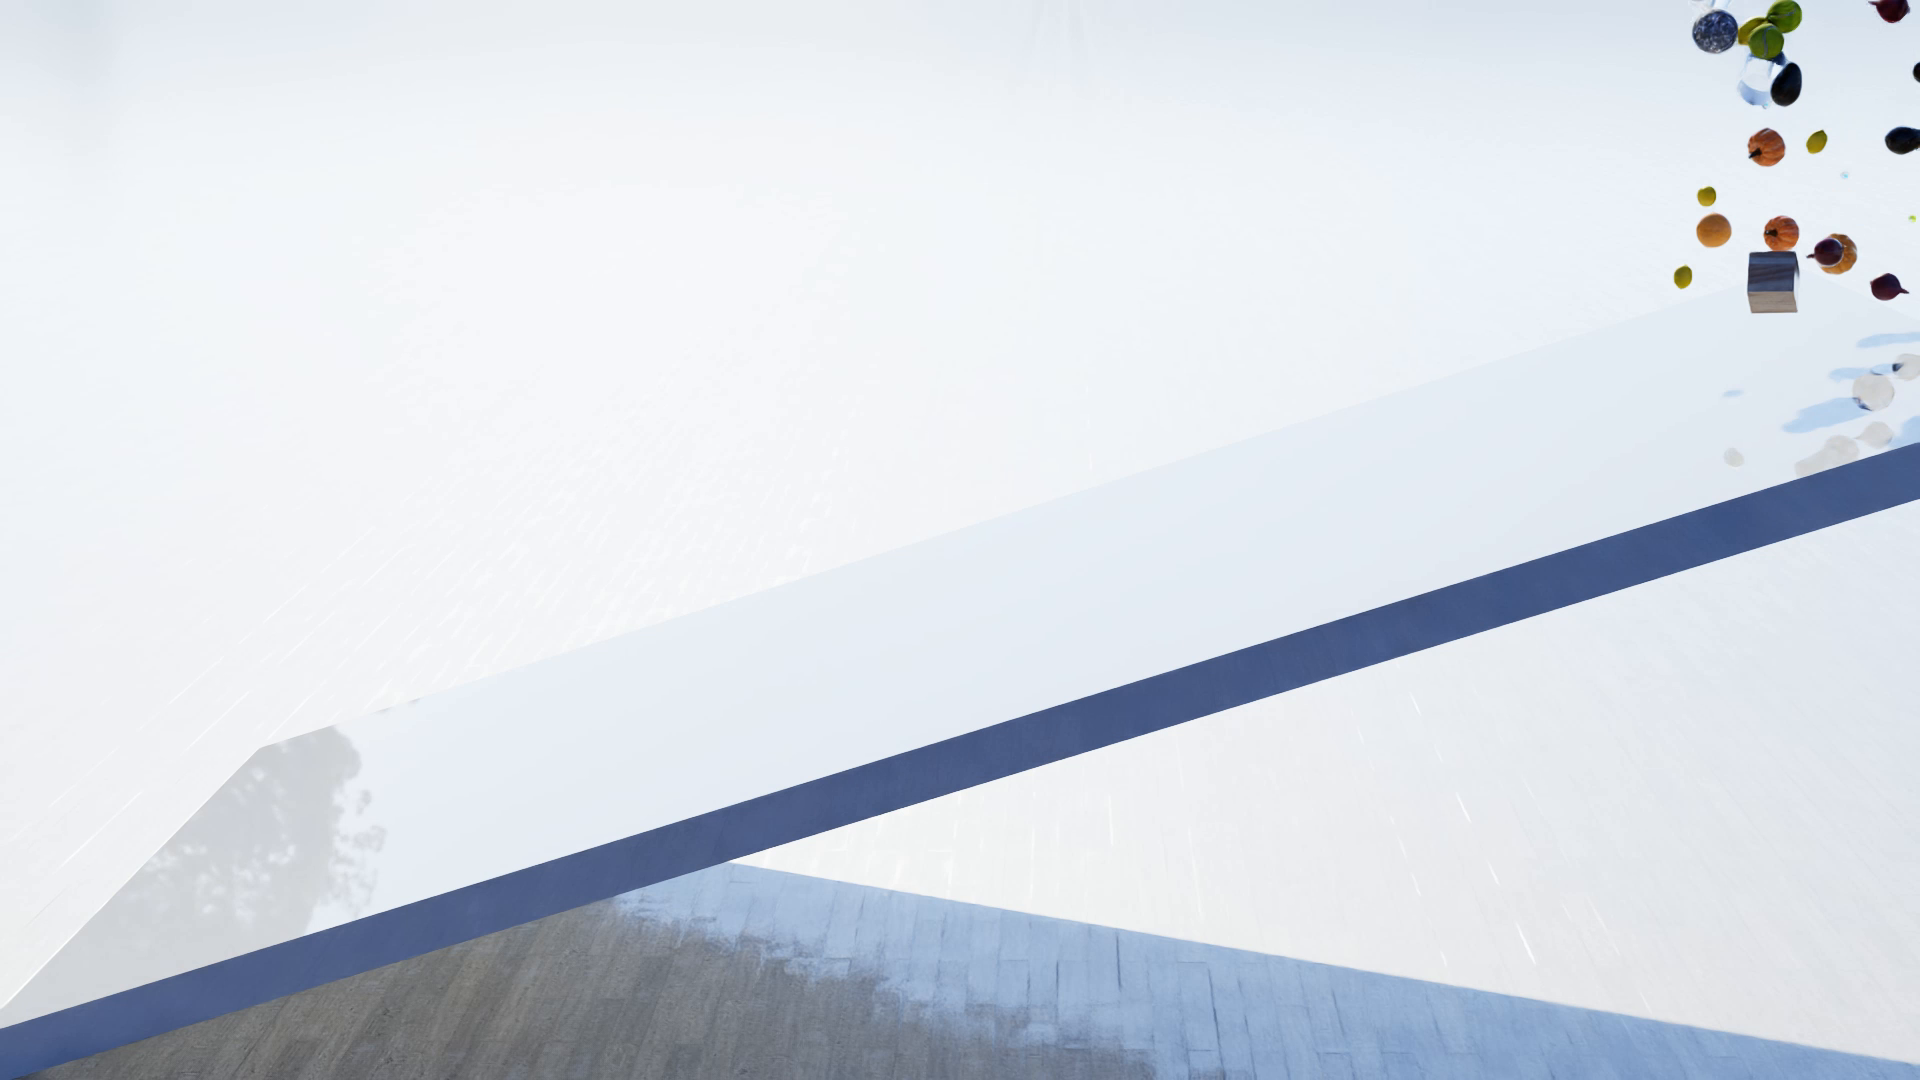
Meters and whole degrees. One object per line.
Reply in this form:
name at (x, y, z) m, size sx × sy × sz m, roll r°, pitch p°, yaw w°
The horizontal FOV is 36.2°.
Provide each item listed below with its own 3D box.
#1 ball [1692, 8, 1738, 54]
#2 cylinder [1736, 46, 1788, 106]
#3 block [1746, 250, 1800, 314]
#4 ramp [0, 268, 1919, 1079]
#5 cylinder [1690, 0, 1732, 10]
ball at (1.502, -1.012, 5.851) m, size 0.090 × 0.090 × 0.090 m, roll 0°, pitch 12°, yaw 0°
cylinder at (1.648, -0.953, 6.038) m, size 0.088 × 0.088 × 0.088 m, roll 6°, pitch 52°, yaw 26°
block at (1.619, -0.512, 5.852) m, size 0.090 × 0.090 × 0.090 m, roll 1°, pitch -24°, yaw 22°
ramp at (0.102, 0.182, 6.309) m, size 4.000 × 0.100 × 2.000 m, roll -17°, pitch 10°, yaw 5°
cylinder at (1.579, -1.146, 6.152) m, size 0.076 × 0.076 × 0.076 m, roll 26°, pitch 4°, yaw -2°
